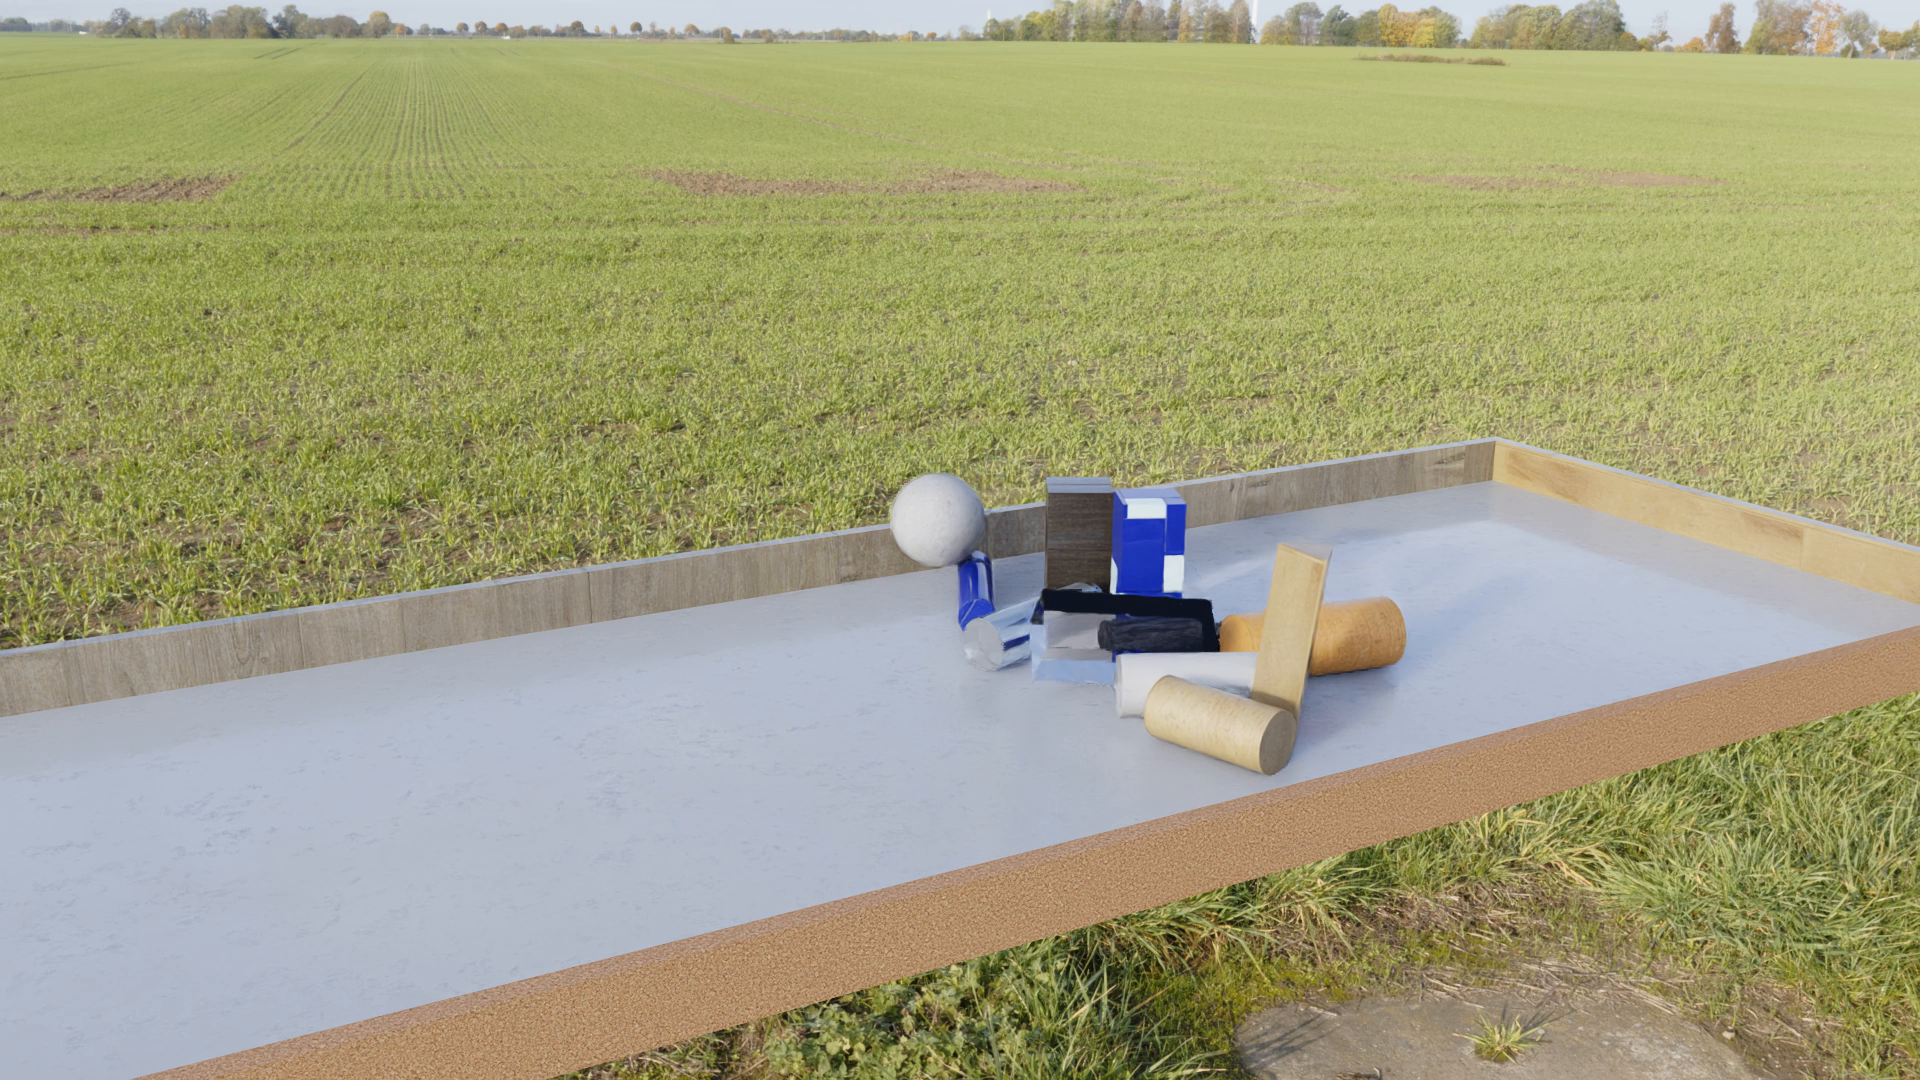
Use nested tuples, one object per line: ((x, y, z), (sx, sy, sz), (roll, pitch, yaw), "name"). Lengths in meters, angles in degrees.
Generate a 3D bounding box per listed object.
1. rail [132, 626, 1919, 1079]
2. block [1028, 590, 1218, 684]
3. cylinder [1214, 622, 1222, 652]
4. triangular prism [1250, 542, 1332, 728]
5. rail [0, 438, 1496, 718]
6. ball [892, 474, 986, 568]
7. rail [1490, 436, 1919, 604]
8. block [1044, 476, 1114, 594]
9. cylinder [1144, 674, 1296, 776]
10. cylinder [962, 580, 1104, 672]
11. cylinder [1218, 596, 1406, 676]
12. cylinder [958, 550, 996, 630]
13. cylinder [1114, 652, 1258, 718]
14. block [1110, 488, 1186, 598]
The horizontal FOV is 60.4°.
((-2.336, 1.006, 1.665), (12.000, 0.150, 0.050), (-9, 18, -27), "rail")
((0.397, 0.245, 4.041), (0.425, 0.161, 0.161), (4, 55, -9), "block")
((0.539, 0.277, 4.220), (0.387, 0.109, 0.109), (-5, 17, -16), "cylinder")
((0.776, 0.229, 3.767), (0.114, 0.450, 0.131), (-10, 24, -41), "triangular prism")
((-3.305, 0.497, 3.399), (12.000, 0.150, 0.050), (-9, 18, -27), "rail")
((-0.063, -0.057, 4.809), (0.275, 0.275, 0.275), (0, 16, 0), "ball")
((2.466, -0.048, 5.253), (0.050, 0.150, 2.100), (-9, 18, -27), "rail")
((0.332, 0.020, 4.641), (0.179, 0.364, 0.179), (0, 16, 1), "block")
((0.579, 0.411, 3.691), (0.307, 0.148, 0.148), (15, 22, 41), "cylinder")
((0.205, 0.223, 4.346), (0.141, 0.141, 0.426), (15, 22, 41), "cylinder")
((0.893, 0.252, 4.180), (0.436, 0.179, 0.179), (-6, 17, -19), "cylinder")
((0.045, 0.146, 4.673), (0.104, 0.104, 0.456), (0, 16, 0), "cylinder")
((0.560, 0.344, 3.917), (0.368, 0.151, 0.151), (0, 16, -2), "cylinder")
((0.493, 0.081, 4.361), (0.162, 0.405, 0.162), (-1, 16, -4), "block")
